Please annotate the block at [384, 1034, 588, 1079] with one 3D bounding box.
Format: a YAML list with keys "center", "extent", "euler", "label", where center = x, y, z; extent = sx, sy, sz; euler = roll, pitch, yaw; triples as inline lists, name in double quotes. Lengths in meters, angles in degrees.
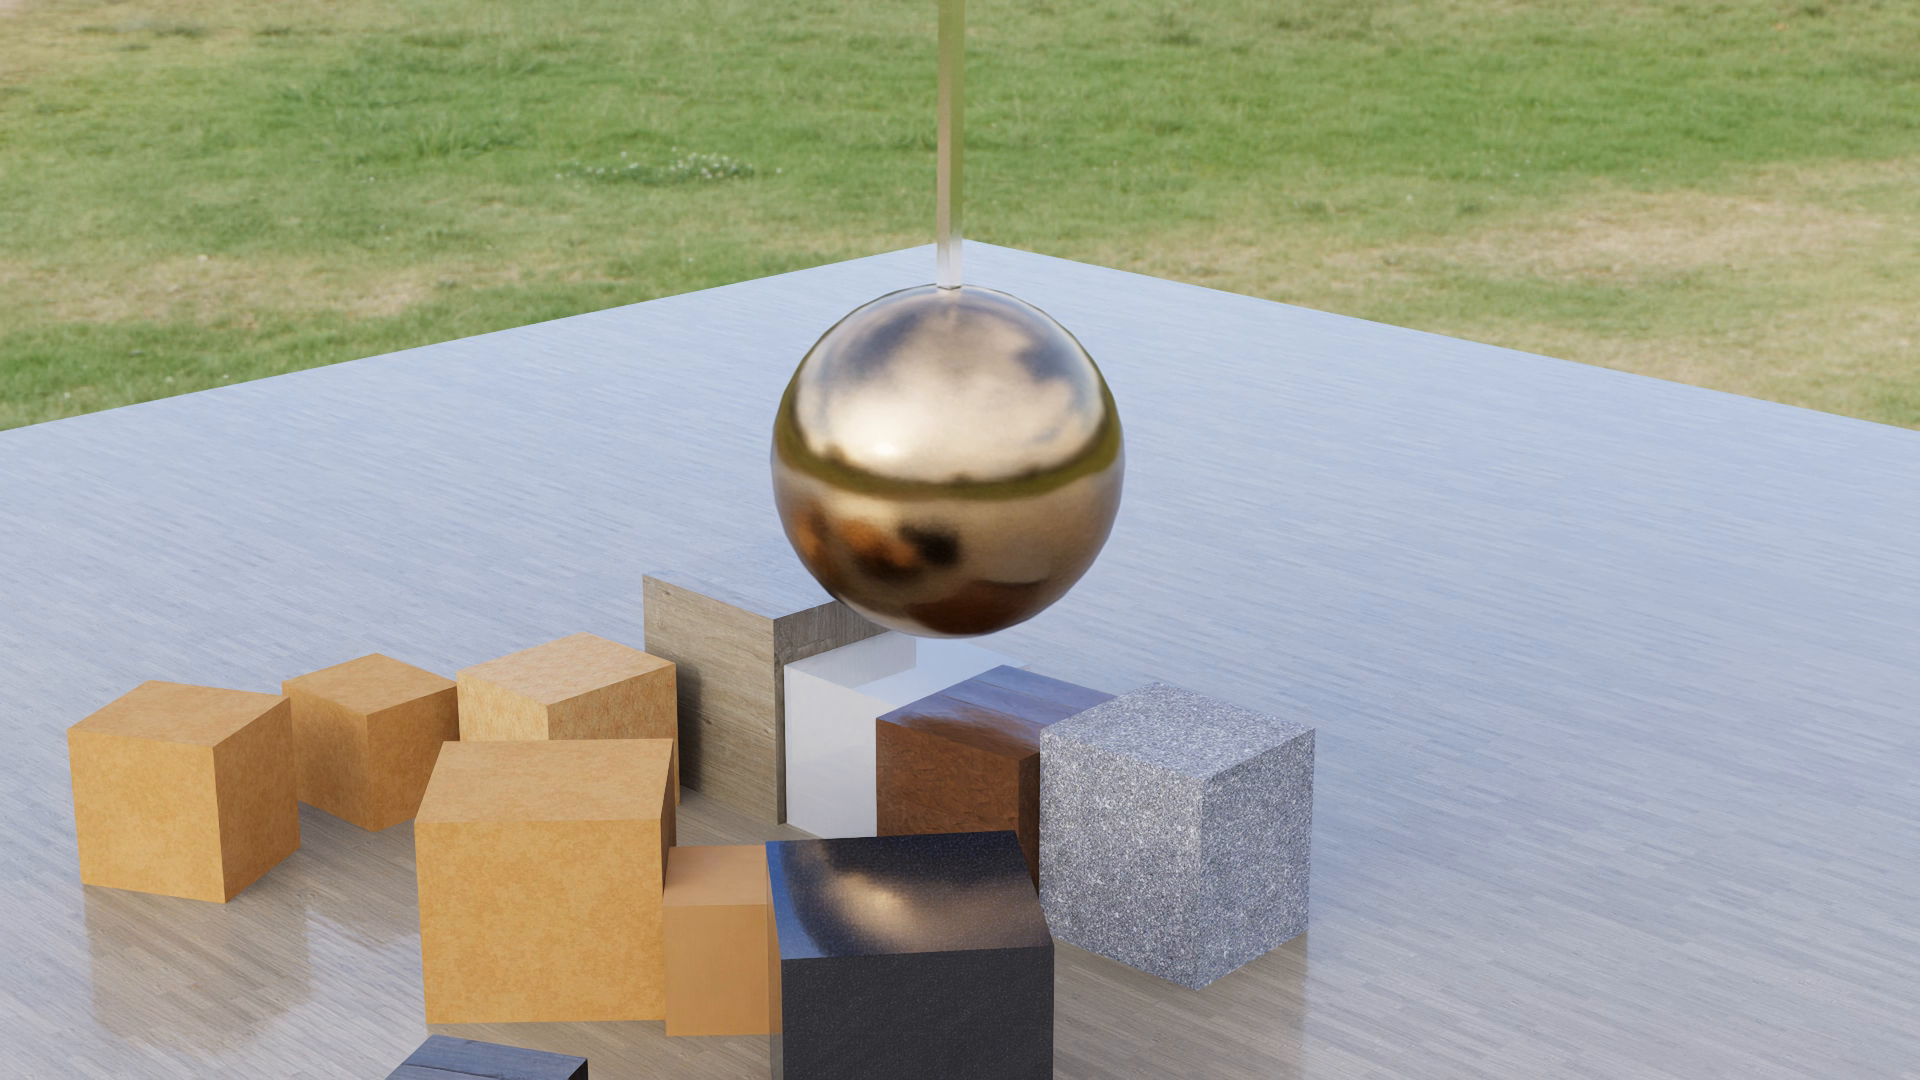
- center: [-1.721, 2.210, 10.278]
  extent: [0.610, 0.621, 0.706]
  euler: [5, 18, 17]
  label: "block"

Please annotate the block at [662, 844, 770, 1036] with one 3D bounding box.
- center: [-0.946, 1.650, 12.133]
  extent: [0.524, 0.577, 0.599]
  euler: [-1, 17, -2]
  label: "block"

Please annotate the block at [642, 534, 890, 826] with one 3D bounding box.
- center: [-0.886, 0.667, 14.489]
  extent: [0.925, 1.040, 0.968]
  euler: [-17, 24, -42]
  label: "block"

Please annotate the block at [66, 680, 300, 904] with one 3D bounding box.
- center: [-3.549, 1.143, 13.453]
  extent: [0.742, 0.752, 0.674]
  euler: [5, 18, 16]
  label: "block"

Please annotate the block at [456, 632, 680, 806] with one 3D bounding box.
- center: [-1.877, 0.954, 14.090]
  extent: [0.678, 0.731, 0.786]
  euler: [16, 23, 41]
  label: "block"

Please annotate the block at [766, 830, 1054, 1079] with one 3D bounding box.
- center: [-0.210, 1.772, 11.106]
  extent: [0.980, 0.960, 1.059]
  euler: [-2, 18, -6]
  label: "block"

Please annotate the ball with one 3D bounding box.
- center: [-0.055, -0.352, 13.173]
  extent: [1.600, 1.600, 1.600]
  euler: [0, 17, 0]
  label: "ball"

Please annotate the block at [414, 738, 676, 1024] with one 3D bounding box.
- center: [-1.714, 1.420, 12.340]
  extent: [0.985, 0.891, 0.895]
  euler: [-1, 17, -2]
  label: "block"

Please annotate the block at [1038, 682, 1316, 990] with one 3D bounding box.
- center: [0.936, 1.264, 12.736]
  extent: [0.873, 0.951, 0.800]
  euler: [15, 23, 39]
  label: "block"

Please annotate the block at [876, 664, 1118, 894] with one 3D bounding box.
- center: [0.226, 1.166, 13.222]
  extent: [0.811, 0.848, 0.905]
  euler: [14, 22, 37]
  label: "block"

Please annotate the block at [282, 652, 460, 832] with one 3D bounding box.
- center: [-2.842, 0.974, 14.251]
  extent: [0.672, 0.596, 0.567]
  euler: [15, 23, 40]
  label: "block"

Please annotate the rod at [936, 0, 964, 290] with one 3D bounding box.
- center: [-0.024, -3.605, 12.184]
  extent: [0.080, 5.200, 0.080]
  euler: [17, 23, 42]
  label: "rod"

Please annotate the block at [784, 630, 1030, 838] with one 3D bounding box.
- center: [-0.250, 0.969, 13.922]
  extent: [0.832, 0.803, 0.803]
  euler: [-17, 24, -42]
  label: "block"
